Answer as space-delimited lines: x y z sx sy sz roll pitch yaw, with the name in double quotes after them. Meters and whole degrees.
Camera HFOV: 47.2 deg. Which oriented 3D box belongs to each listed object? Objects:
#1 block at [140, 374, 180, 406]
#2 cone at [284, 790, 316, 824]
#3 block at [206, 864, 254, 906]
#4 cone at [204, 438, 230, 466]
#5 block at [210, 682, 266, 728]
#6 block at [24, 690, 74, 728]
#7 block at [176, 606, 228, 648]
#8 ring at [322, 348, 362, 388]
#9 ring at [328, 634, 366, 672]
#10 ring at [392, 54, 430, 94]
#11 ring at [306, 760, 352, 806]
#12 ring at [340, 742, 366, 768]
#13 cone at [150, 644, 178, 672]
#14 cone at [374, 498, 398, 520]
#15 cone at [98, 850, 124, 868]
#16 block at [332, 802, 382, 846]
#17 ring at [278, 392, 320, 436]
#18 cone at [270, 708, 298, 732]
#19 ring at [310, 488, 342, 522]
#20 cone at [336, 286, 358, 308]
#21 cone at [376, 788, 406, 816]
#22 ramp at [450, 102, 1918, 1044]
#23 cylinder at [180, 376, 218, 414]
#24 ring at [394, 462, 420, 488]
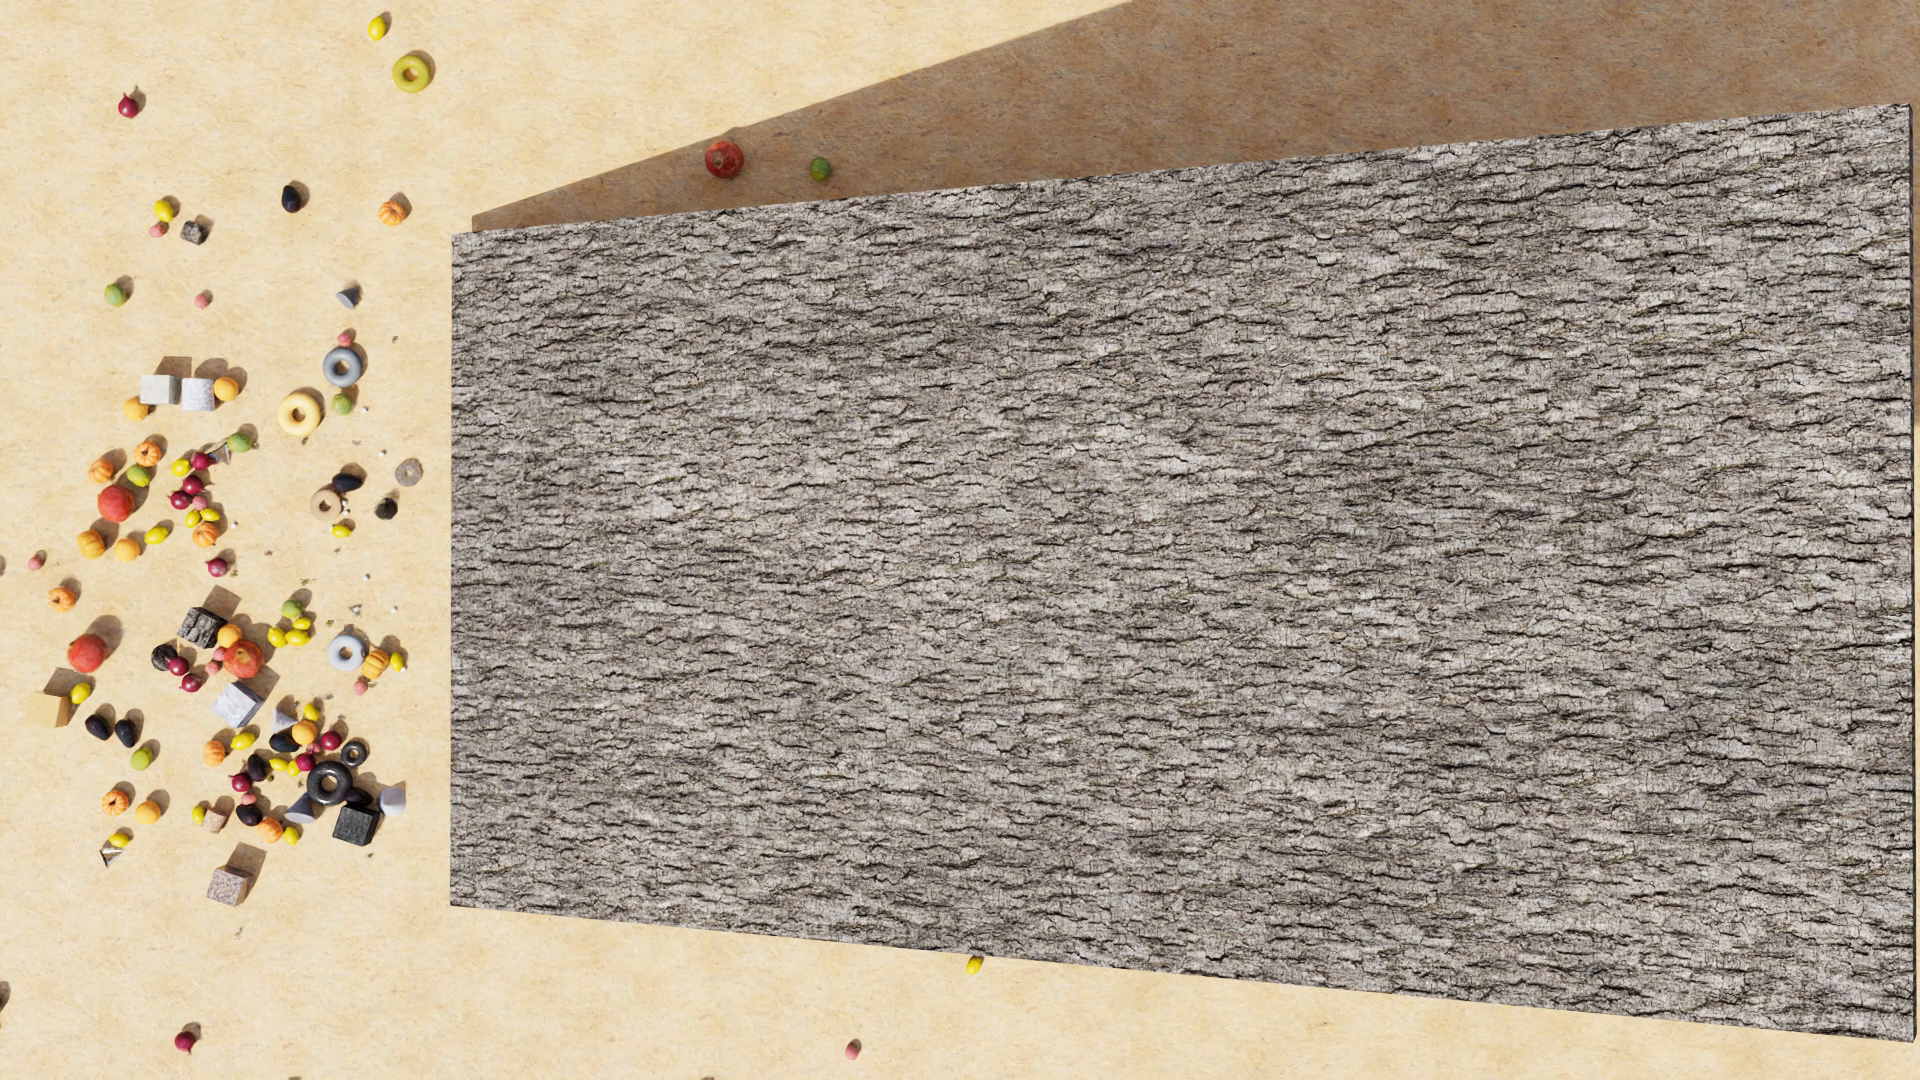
-2.400 -0.449 6.595 0.084 0.084 0.084 1 89 0 "block"
-1.971 0.792 6.603 0.092 0.092 0.092 7 63 0 "cone"
-2.184 1.033 6.576 0.091 0.091 0.091 19 89 0 "block"
-2.219 -0.252 6.618 0.074 0.074 0.074 -28 116 0 "cone"
-2.160 0.493 6.578 0.098 0.098 0.098 38 90 0 "block"
-2.726 0.505 6.581 0.092 0.092 0.092 10 89 0 "block"
-2.268 0.263 6.584 0.092 0.092 0.092 28 89 0 "block"
-1.858 -0.520 6.618 0.122 0.041 0.122 0 91 0 "ring"
-1.844 0.339 6.610 0.115 0.038 0.115 0 90 -1 "ring"
-1.653 -1.405 6.628 0.117 0.039 0.117 0 91 0 "ring"
-1.893 0.731 6.602 0.139 0.046 0.139 0 89 -1 "ring"
-1.823 0.644 6.613 0.079 0.026 0.079 0 88 -1 "ring"
-2.398 0.355 6.587 0.083 0.083 0.083 0 89 0 "cone"
-1.730 -0.100 6.591 0.071 0.071 0.071 0 77 0 "cone"
-2.544 0.946 6.607 0.067 0.067 0.067 -22 89 -27 "cone"
-1.805 0.851 6.575 0.097 0.097 0.097 18 89 0 "block"
-1.988 -0.378 6.615 0.130 0.043 0.130 0 91 0 "ring"
-2.024 0.545 6.609 0.078 0.078 0.078 7 89 -27 "cone"
-1.908 -0.106 6.617 0.098 0.033 0.098 0 91 0 "ring"
-1.833 -0.744 6.625 0.067 0.067 0.067 37 63 0 "cone"
-1.712 0.788 6.579 0.090 0.090 0.090 0 89 0 "cone"
0.277 0.078 5.653 4.000 0.100 2.000 0 89 28 "ramp"
-2.283 -0.433 6.590 0.094 0.094 0.094 7 79 0 "cylinder"
-1.663 -0.198 6.622 0.078 0.026 0.078 0 90 -1 "ring"
